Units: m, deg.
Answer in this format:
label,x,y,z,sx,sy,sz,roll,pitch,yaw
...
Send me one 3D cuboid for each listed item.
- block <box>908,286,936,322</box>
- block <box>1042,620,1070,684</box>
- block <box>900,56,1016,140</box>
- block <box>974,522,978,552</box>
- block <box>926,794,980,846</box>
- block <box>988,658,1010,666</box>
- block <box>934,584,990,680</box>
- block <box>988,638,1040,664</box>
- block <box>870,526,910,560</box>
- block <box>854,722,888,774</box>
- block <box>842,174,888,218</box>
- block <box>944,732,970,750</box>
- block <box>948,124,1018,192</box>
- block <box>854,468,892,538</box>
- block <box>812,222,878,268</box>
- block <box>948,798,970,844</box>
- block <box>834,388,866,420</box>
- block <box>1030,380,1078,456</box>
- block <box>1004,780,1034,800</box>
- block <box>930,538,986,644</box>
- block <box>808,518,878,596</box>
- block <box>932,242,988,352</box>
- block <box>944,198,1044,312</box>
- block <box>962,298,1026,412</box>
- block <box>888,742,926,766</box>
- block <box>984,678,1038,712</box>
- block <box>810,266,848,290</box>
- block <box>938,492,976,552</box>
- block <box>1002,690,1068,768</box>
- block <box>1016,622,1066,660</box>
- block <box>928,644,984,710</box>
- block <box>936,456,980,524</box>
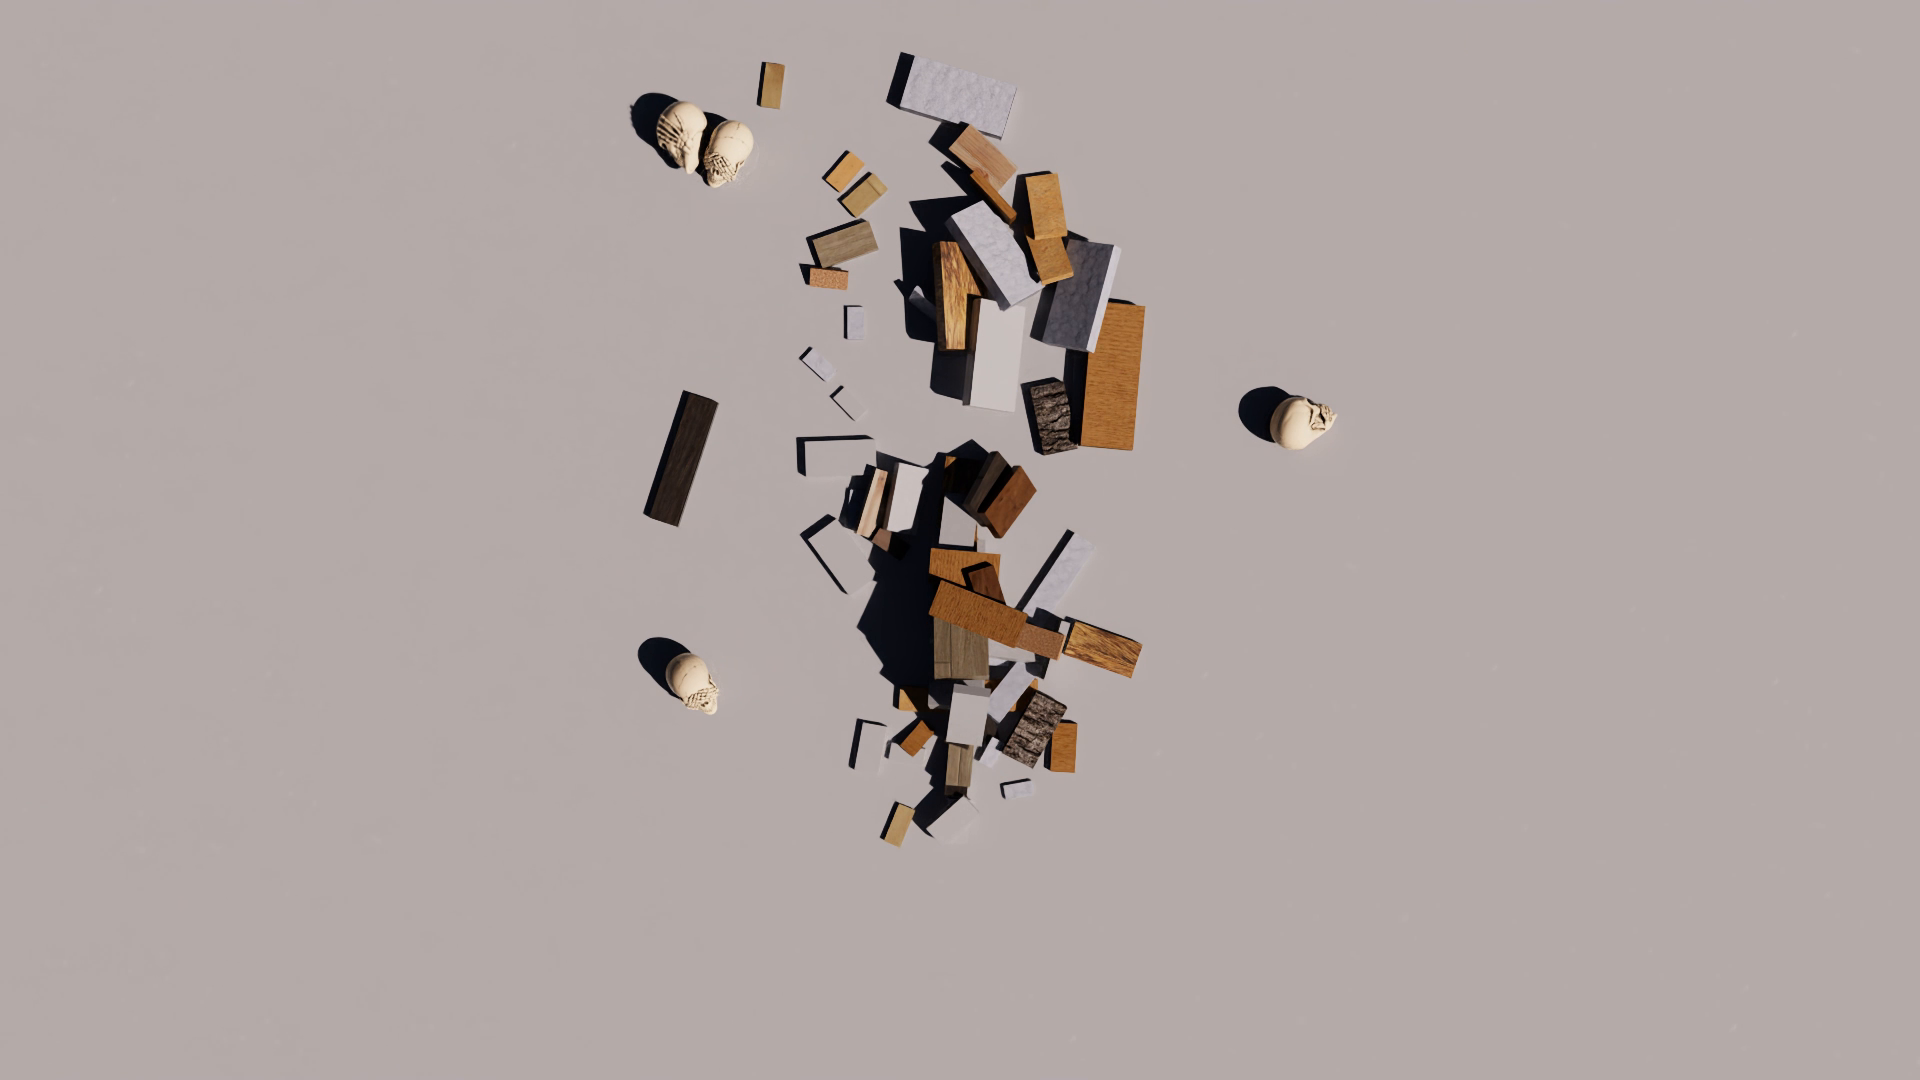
label,x,y,z,sx,sy,sz,roll,pitch,yaw
block,-0.101,-0.775,5.464,0.142,0.071,0.020,38,61,0
block,0.317,0.368,5.448,0.029,0.104,0.208,17,90,0
block,-0.005,-1.468,5.475,0.352,0.050,0.176,17,90,0
block,0.000,-0.007,5.438,0.113,0.032,0.226,0,66,-1
block,-0.022,0.926,5.443,0.165,0.023,0.082,-42,94,4
block,0.086,0.375,5.489,0.158,0.022,0.079,4,90,0
block,0.003,0.278,5.322,0.174,0.049,0.347,-1,69,-1
block,0.161,0.344,5.460,0.208,0.029,0.104,8,70,-4
block,-0.230,0.011,5.464,0.123,0.017,0.062,36,84,-19
block,-0.297,0.693,5.488,0.081,0.023,0.163,10,90,0
block,-0.316,-1.146,5.490,0.142,0.020,0.071,-42,90,0
block,0.012,0.605,5.467,0.082,0.023,0.165,18,76,3
block,0.078,-1.263,5.458,0.214,0.030,0.107,40,97,-11
block,-0.263,-0.114,5.466,0.112,0.032,0.225,17,90,-20
block,-0.380,-0.981,5.486,0.197,0.028,0.099,-19,90,0
block,-0.007,0.930,5.466,0.075,0.021,0.149,3,96,0
block,-0.365,-0.452,5.492,0.054,0.015,0.108,-44,90,0
block,0.311,-0.404,5.484,0.114,0.032,0.229,-12,90,0
block,0.196,0.833,5.493,0.096,0.014,0.048,-10,90,0
block,-0.007,0.168,5.416,0.174,0.049,0.347,1,69,0
block,-0.388,0.058,5.483,0.117,0.033,0.234,-36,90,0
block,0.006,-0.800,5.431,0.175,0.050,0.350,-3,90,-33
block,0.115,-0.939,5.428,0.175,0.050,0.350,-34,90,-36
block,0.112,-0.606,5.433,0.175,0.050,0.350,6,90,-32
block,-0.176,0.713,5.492,0.116,0.016,0.058,11,90,0
block,0.154,0.515,5.467,0.208,0.029,0.104,0,89,-10
block,-0.435,-0.869,5.478,0.125,0.018,0.063,6,117,0
block,-0.005,-0.038,5.388,0.113,0.032,0.226,7,80,2
block,0.245,0.627,5.457,0.118,0.033,0.236,28,99,-7
block,0.255,0.329,5.404,0.170,0.024,0.085,17,90,20
block,-0.003,0.380,5.402,0.174,0.049,0.347,0,69,10
block,-0.004,-0.159,5.452,0.113,0.032,0.226,7,75,3
